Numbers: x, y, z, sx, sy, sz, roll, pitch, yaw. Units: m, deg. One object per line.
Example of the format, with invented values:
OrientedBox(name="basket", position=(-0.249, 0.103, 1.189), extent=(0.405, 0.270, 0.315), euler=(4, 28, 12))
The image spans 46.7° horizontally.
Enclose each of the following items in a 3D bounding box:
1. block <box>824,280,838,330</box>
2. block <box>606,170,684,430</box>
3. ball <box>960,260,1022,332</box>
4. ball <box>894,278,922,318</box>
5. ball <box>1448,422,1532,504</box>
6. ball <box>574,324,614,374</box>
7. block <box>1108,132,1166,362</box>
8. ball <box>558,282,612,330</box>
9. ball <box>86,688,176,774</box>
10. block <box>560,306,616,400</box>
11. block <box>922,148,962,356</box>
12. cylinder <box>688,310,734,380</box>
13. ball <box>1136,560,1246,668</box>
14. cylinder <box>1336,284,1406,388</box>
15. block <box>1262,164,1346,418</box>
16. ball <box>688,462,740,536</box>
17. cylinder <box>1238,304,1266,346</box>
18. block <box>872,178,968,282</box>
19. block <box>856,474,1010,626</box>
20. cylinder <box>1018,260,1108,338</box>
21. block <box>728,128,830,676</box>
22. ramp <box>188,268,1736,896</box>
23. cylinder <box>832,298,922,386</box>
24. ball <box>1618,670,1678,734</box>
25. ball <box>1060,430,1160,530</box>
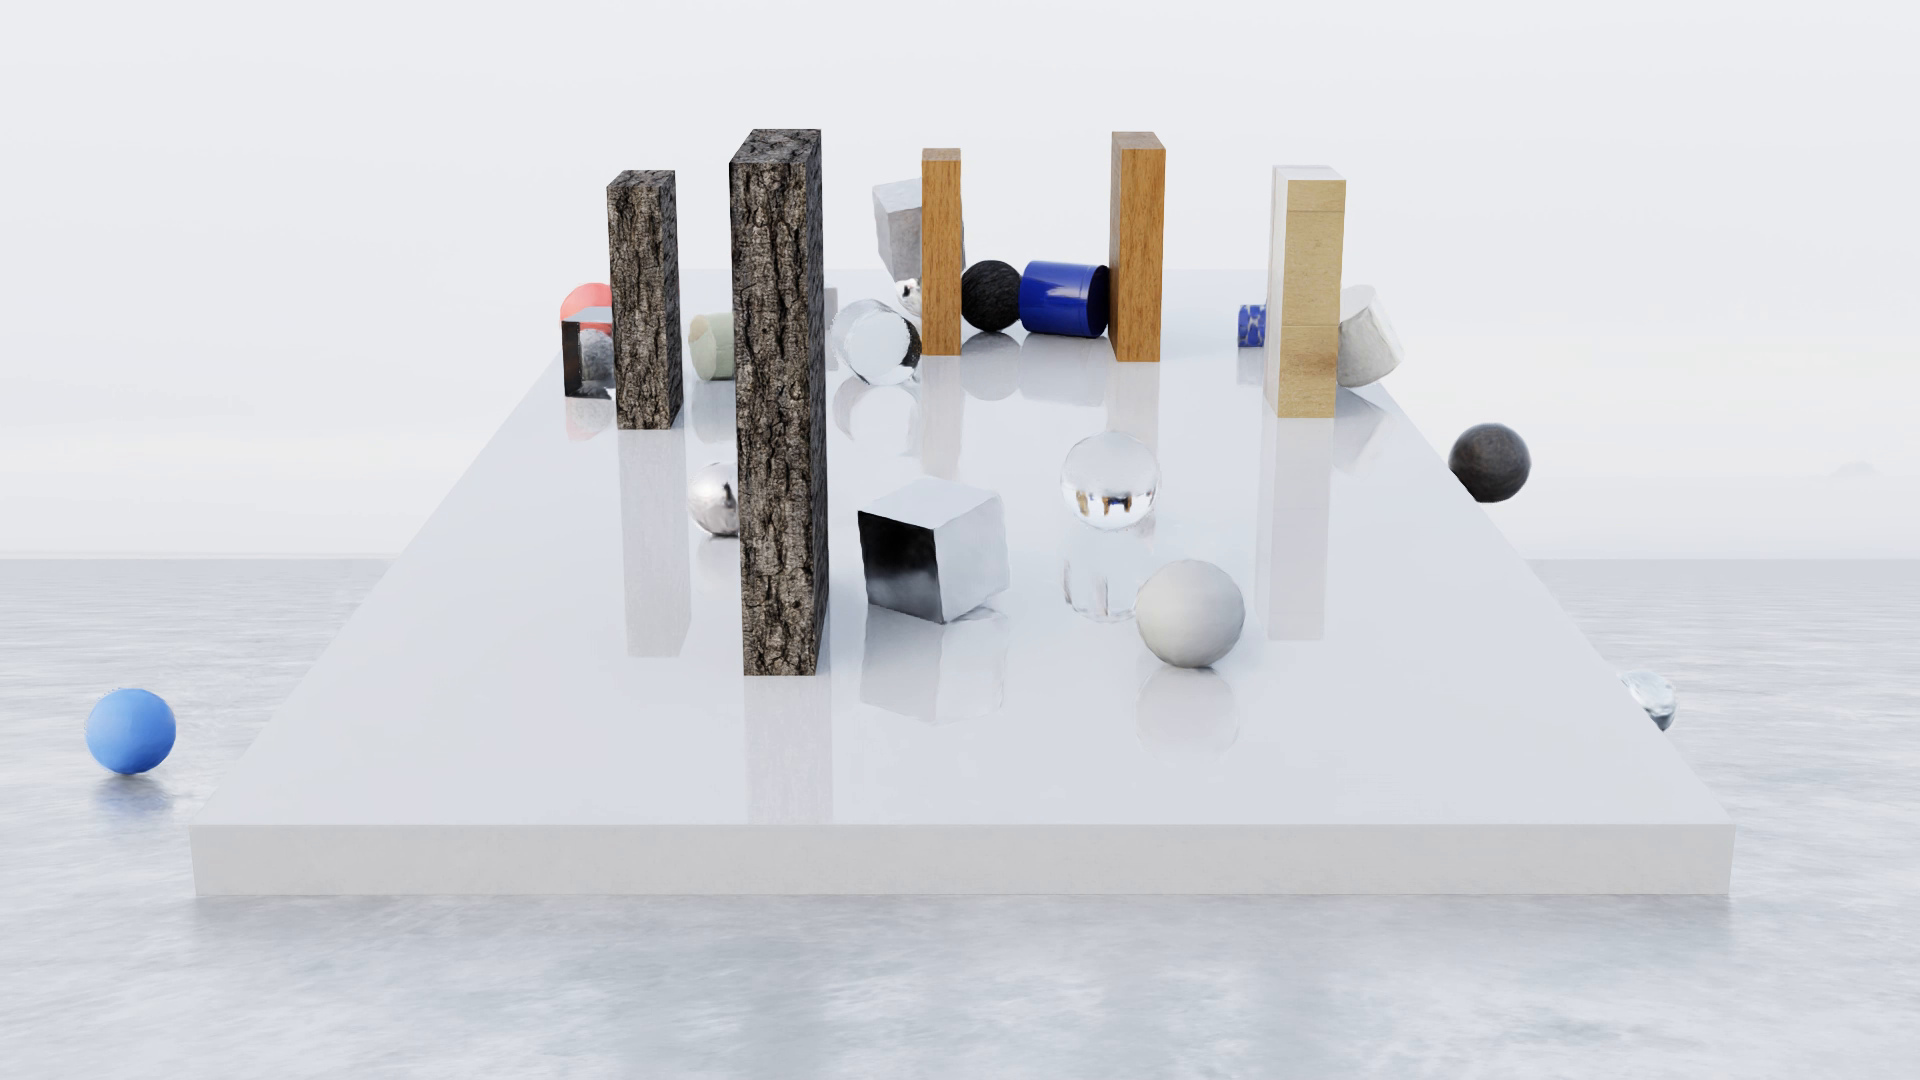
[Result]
OrientedBox(name="block", position=(-0.392, -0.616, 5.862), extent=(0.112, 0.112, 0.112), euler=(-6, 18, -19))
OrientedBox(name="block", position=(-0.687, -0.529, 4.879), extent=(0.114, 0.526, 0.262), euler=(0, 17, 0))
OrientedBox(name="ball", position=(0.084, -0.637, 5.804), extent=(0.187, 0.187, 0.187), euler=(0, 0, 0))
OrientedBox(name="ball", position=(-0.084, -0.683, 5.957), extent=(0.183, 0.183, 0.183), euler=(0, 0, 0))
OrientedBox(name="ball", position=(1.289, -0.188, 5.418), extent=(0.199, 0.199, 0.199), euler=(0, 0, 0))
OrientedBox(name="ball", position=(-0.860, -0.457, 5.328), extent=(0.123, 0.123, 0.123), euler=(0, 0, 0))
OrientedBox(name="block", position=(0.439, -0.739, 5.570), extent=(0.106, 0.521, 0.355), euler=(0, 17, 0))
OrientedBox(name="ball", position=(-0.904, -0.548, 5.523), extent=(0.181, 0.181, 0.181), euler=(0, 0, 0))
OrientedBox(name="ball", position=(-1.670, 0.385, 4.484), extent=(0.173, 0.173, 0.173), euler=(0, 0, 0))
OrientedBox(name="block", position=(-0.802, -0.434, 5.157), extent=(0.179, 0.179, 0.179), euler=(4, 18, 12))
OrientedBox(name="block", position=(-0.046, -0.727, 5.592), extent=(0.097, 0.483, 0.248), euler=(0, 17, 0))
OrientedBox(name="cylinder", position=(-0.541, -0.467, 5.299), extent=(0.158, 0.158, 0.158), euler=(-10, 5, -29))
OrientedBox(name="ball", position=(0.353, 0.113, 3.414), extent=(0.168, 0.168, 0.168), euler=(0, 0, 0))
OrientedBox(name="cylinder", position=(0.927, -0.477, 5.205), extent=(0.173, 0.173, 0.173), euler=(-26, 24, 12))
OrientedBox(name="block", position=(0.767, -0.559, 4.978), extent=(0.126, 0.527, 0.243), euler=(0, 17, 0))
OrientedBox(name="ball", position=(-0.431, -0.076, 4.074), extent=(0.136, 0.136, 0.136), euler=(0, 0, 0))
OrientedBox(name="cylinder", position=(0.761, -0.543, 5.635), extent=(0.107, 0.107, 0.107), euler=(3, 0, 10))
OrientedBox(name="block", position=(-0.107, -0.817, 5.816), extent=(0.194, 0.194, 0.194), euler=(-12, 31, -9))
OrientedBox(name="block", position=(-0.042, 0.014, 3.689), extent=(0.170, 0.170, 0.170), euler=(15, 31, 39))
OrientedBox(name="cylinder", position=(0.274, -0.628, 5.772), extent=(0.188, 0.188, 0.188), euler=(8, 3, 23))
OrientedBox(name="block", position=(-0.276, -0.225, 3.473), extent=(0.109, 0.777, 0.411), euler=(0, 17, 0))
OrientedBox(name="ramp", position=(-0.003, -0.176, 4.799), extent=(2.000, 0.100, 4.000), euler=(0, 17, 0))
OrientedBox(name="cylinder", position=(-0.200, -0.470, 5.280), extent=(0.176, 0.176, 0.176), euler=(0, 17, -17))
OrientedBox(name="ball", position=(1.609, 0.391, 5.269), extent=(0.170, 0.170, 0.170), euler=(0, 0, 0))
OrientedBox(name="ball", position=(0.276, -0.110, 4.106), extent=(0.184, 0.184, 0.184), euler=(0, 0, 0))
